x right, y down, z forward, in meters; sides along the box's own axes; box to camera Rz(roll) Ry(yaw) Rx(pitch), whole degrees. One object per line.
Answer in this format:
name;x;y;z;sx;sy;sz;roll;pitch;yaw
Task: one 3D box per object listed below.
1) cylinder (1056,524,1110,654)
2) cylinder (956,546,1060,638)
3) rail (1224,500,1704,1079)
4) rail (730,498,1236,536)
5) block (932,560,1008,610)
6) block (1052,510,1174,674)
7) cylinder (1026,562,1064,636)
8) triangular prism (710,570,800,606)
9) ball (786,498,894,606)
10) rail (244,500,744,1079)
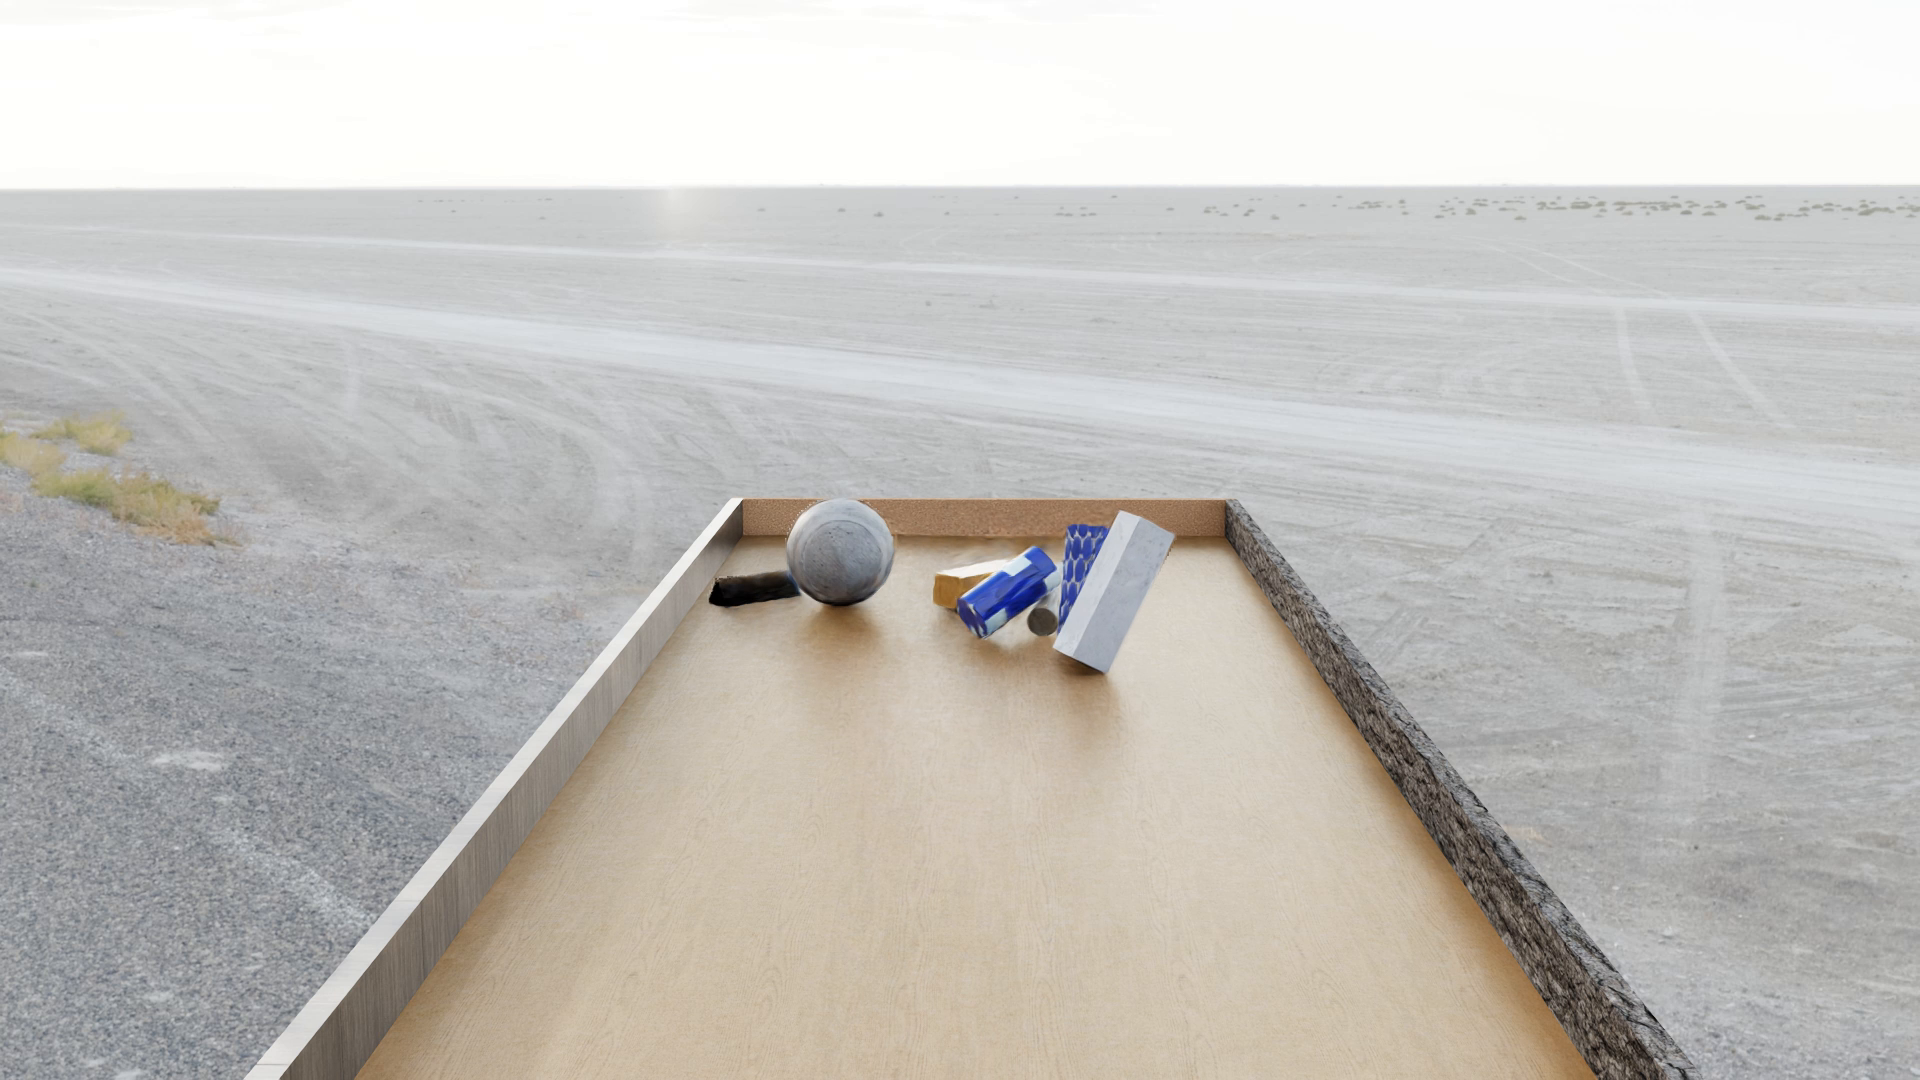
cylinder;0.382;0.155;6.723;0.145;0.384;0.145;5;-8;1
cylinder;0.156;0.168;7.054;0.310;0.154;0.154;-35;24;-22
rail;1.046;0.843;3.208;0.050;0.150;12.000;0;9;1
rail;0.099;-0.098;9.147;2.100;0.150;0.050;0;9;1
block;0.071;0.153;7.625;0.110;0.110;0.410;10;11;33
block;0.456;0.154;6.538;0.132;0.459;0.132;27;-2;-25
cylinder;0.308;0.190;7.213;0.100;0.100;0.393;2;22;14
triangular prism;-0.716;0.163;7.684;0.326;0.088;0.102;-8;12;-42
ball;-0.411;0.043;7.557;0.370;0.370;0.370;0;9;0
rail;-1.004;0.839;3.234;0.050;0.150;12.000;0;9;1
